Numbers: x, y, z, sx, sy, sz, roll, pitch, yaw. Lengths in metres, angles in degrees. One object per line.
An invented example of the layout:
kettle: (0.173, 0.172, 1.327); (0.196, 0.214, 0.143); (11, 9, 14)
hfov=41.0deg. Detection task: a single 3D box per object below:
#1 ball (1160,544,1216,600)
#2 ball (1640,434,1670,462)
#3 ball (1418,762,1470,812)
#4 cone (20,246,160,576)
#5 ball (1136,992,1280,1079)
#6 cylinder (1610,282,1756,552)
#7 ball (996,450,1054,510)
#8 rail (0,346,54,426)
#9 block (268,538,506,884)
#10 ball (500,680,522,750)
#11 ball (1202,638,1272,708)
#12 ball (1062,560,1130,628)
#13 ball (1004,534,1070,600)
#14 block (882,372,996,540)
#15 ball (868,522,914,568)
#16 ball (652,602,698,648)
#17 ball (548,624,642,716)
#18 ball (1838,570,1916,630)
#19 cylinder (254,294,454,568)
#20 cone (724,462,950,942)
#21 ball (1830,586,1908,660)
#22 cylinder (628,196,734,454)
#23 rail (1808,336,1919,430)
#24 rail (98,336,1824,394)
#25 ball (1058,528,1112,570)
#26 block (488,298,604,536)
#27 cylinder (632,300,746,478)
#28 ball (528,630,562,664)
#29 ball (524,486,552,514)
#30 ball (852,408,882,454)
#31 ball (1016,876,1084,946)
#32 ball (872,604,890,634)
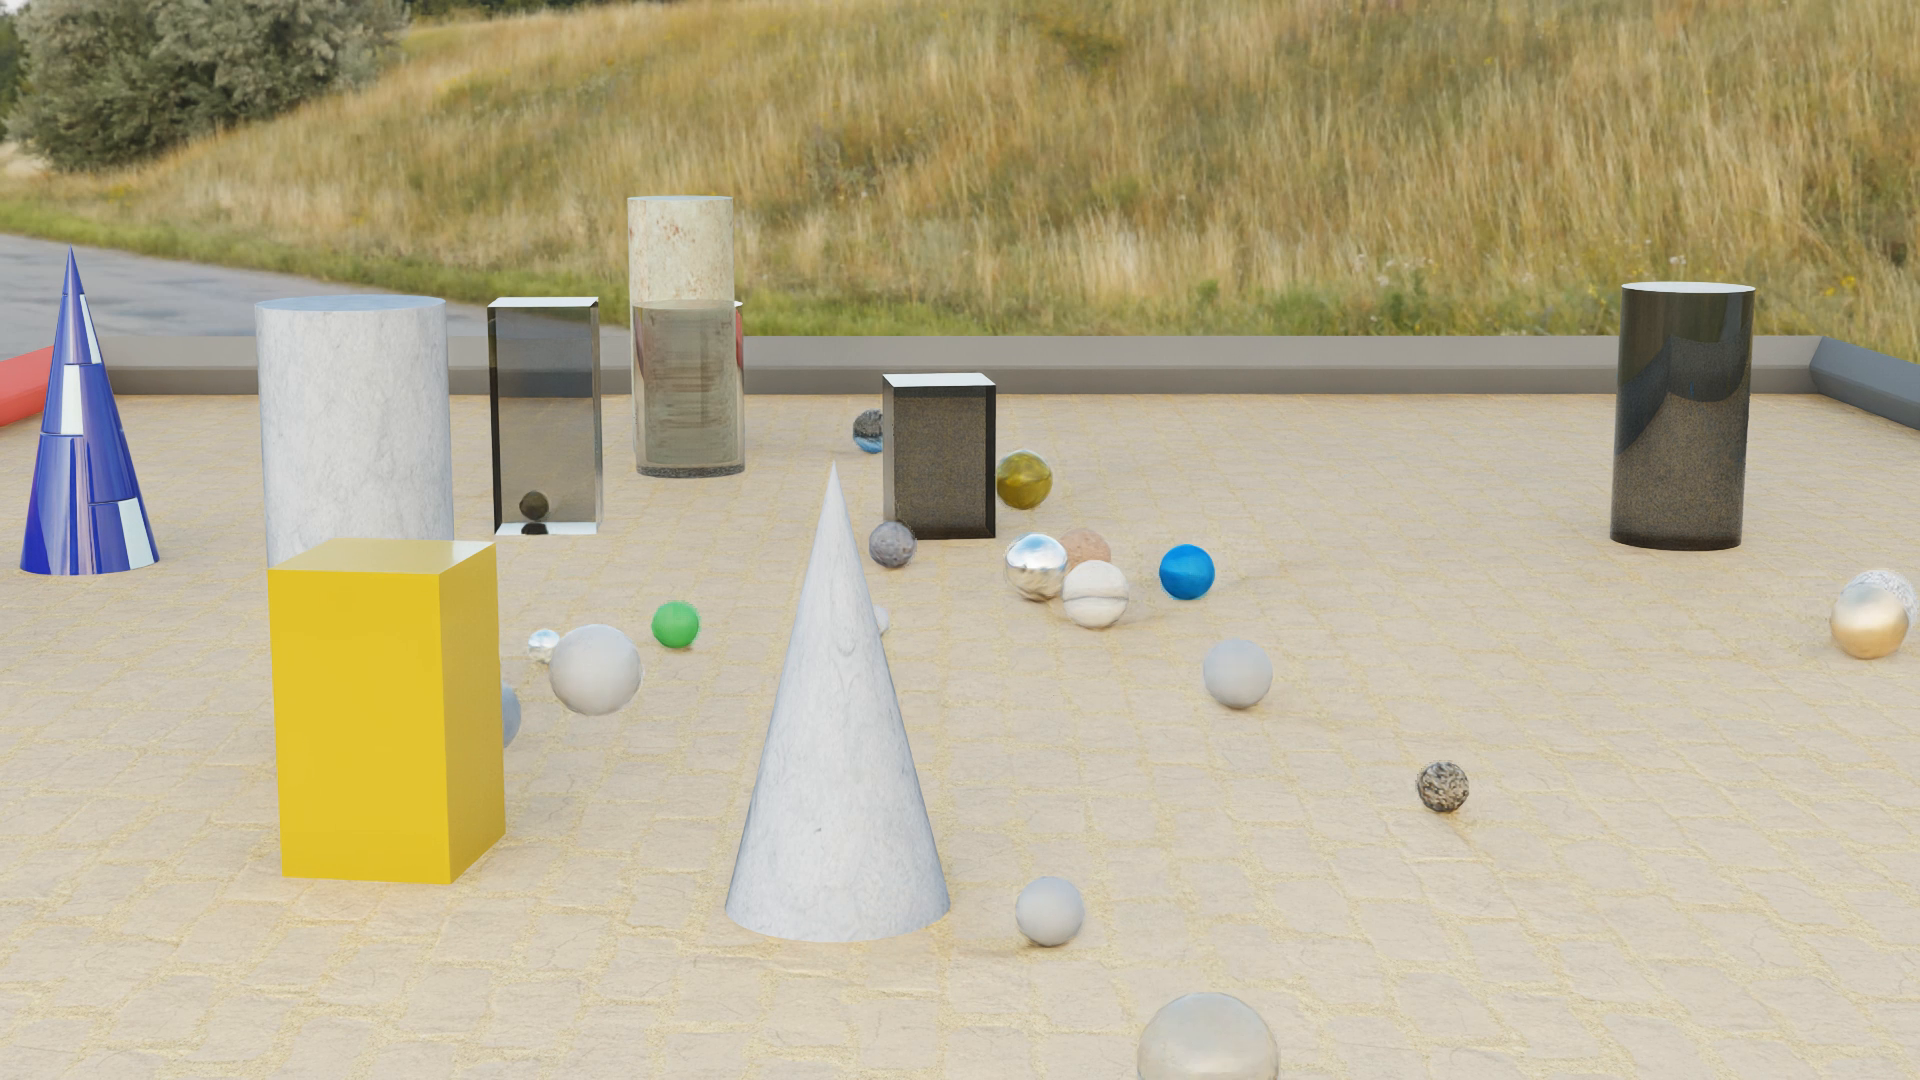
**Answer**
ball: (0.313, 0.044, 3.536); (0.077, 0.077, 0.077); (0, 10, 0)
ball: (1.290, -0.170, 4.763); (0.052, 0.052, 0.052); (0, 10, 0)
ball: (0.477, 0.244, 2.532); (0.050, 0.050, 0.050); (0, 10, 0)
cone: (-1.291, -0.199, 3.765); (0.198, 0.473, 0.198); (0, 10, 0)
ball: (0.171, 0.361, 1.766); (0.099, 0.099, 0.099); (0, 10, 0)
cylinder: (1.113, -0.194, 3.956); (0.198, 0.392, 0.198); (0, 10, 0)
ball: (0.105, -0.100, 4.255); (0.099, 0.099, 0.099); (0, 10, 0)
rail: (-1.926, 0.035, 3.438); (0.045, 0.129, 4.674); (0, 10, 0)
block: (-0.526, 0.154, 2.373); (0.159, 0.285, 0.159); (1, 11, 8)
ball: (-0.512, 0.187, 2.733); (0.089, 0.089, 0.089); (0, 10, 0)
ball: (0.318, 0.153, 2.940); (0.080, 0.080, 0.080); (0, 10, 0)
ball: (0.178, 0.071, 3.360); (0.089, 0.089, 0.089); (0, 10, 0)
ball: (0.106, 0.037, 3.535); (0.091, 0.091, 0.091); (0, 10, 0)
block: (-0.034, -0.133, 4.046); (0.159, 0.241, 0.159); (-1, 11, -8)
ball: (-0.100, 0.008, 3.760); (0.068, 0.068, 0.068); (0, 10, 0)
ball: (-0.360, 0.107, 3.243); (0.059, 0.059, 0.059); (0, 10, 0)
ball: (-0.349, 0.125, 2.454); (0.089, 0.089, 0.089); (0, 10, 0)
ball: (1.167, 0.085, 3.265); (0.095, 0.095, 0.095); (0, 10, 0)
cylinder: (-0.647, -0.017, 2.769); (0.198, 0.478, 0.198); (0, 10, 0)
cone: (-0.107, 0.126, 2.221); (0.198, 0.396, 0.198); (0, 10, 0)
ball: (1.127, 0.102, 3.181); (0.092, 0.092, 0.092); (0, 10, 0)
cylinder: (-0.526, -0.406, 4.865); (0.198, 0.480, 0.198); (0, 10, 0)
rail: (1.926, 0.031, 3.460); (0.045, 0.129, 4.674); (0, 10, 0)
rail: (-0.013, -0.388, 5.723); (3.898, 0.129, 0.045); (0, 10, 0)
ball: (0.171, 0.026, 3.618); (0.084, 0.084, 0.084); (0, 10, 0)
block: (-0.657, -0.199, 4.080); (0.159, 0.359, 0.159); (-1, 11, -3)
cylinder: (-0.491, -0.276, 4.649); (0.198, 0.302, 0.198); (0, 10, 0)
ball: (-0.511, 0.131, 3.159); (0.043, 0.043, 0.043); (0, 10, 0)
ball: (-0.692, -0.066, 4.208); (0.048, 0.048, 0.048); (0, 10, 0)
ball: (-0.162, -0.207, 4.872); (0.085, 0.085, 0.085); (0, 10, 0)
ball: (0.075, 0.311, 2.148); (0.058, 0.058, 0.058); (0, 10, 0)
ball: (-0.111, 0.104, 3.313); (0.041, 0.041, 0.041); (0, 10, 0)
